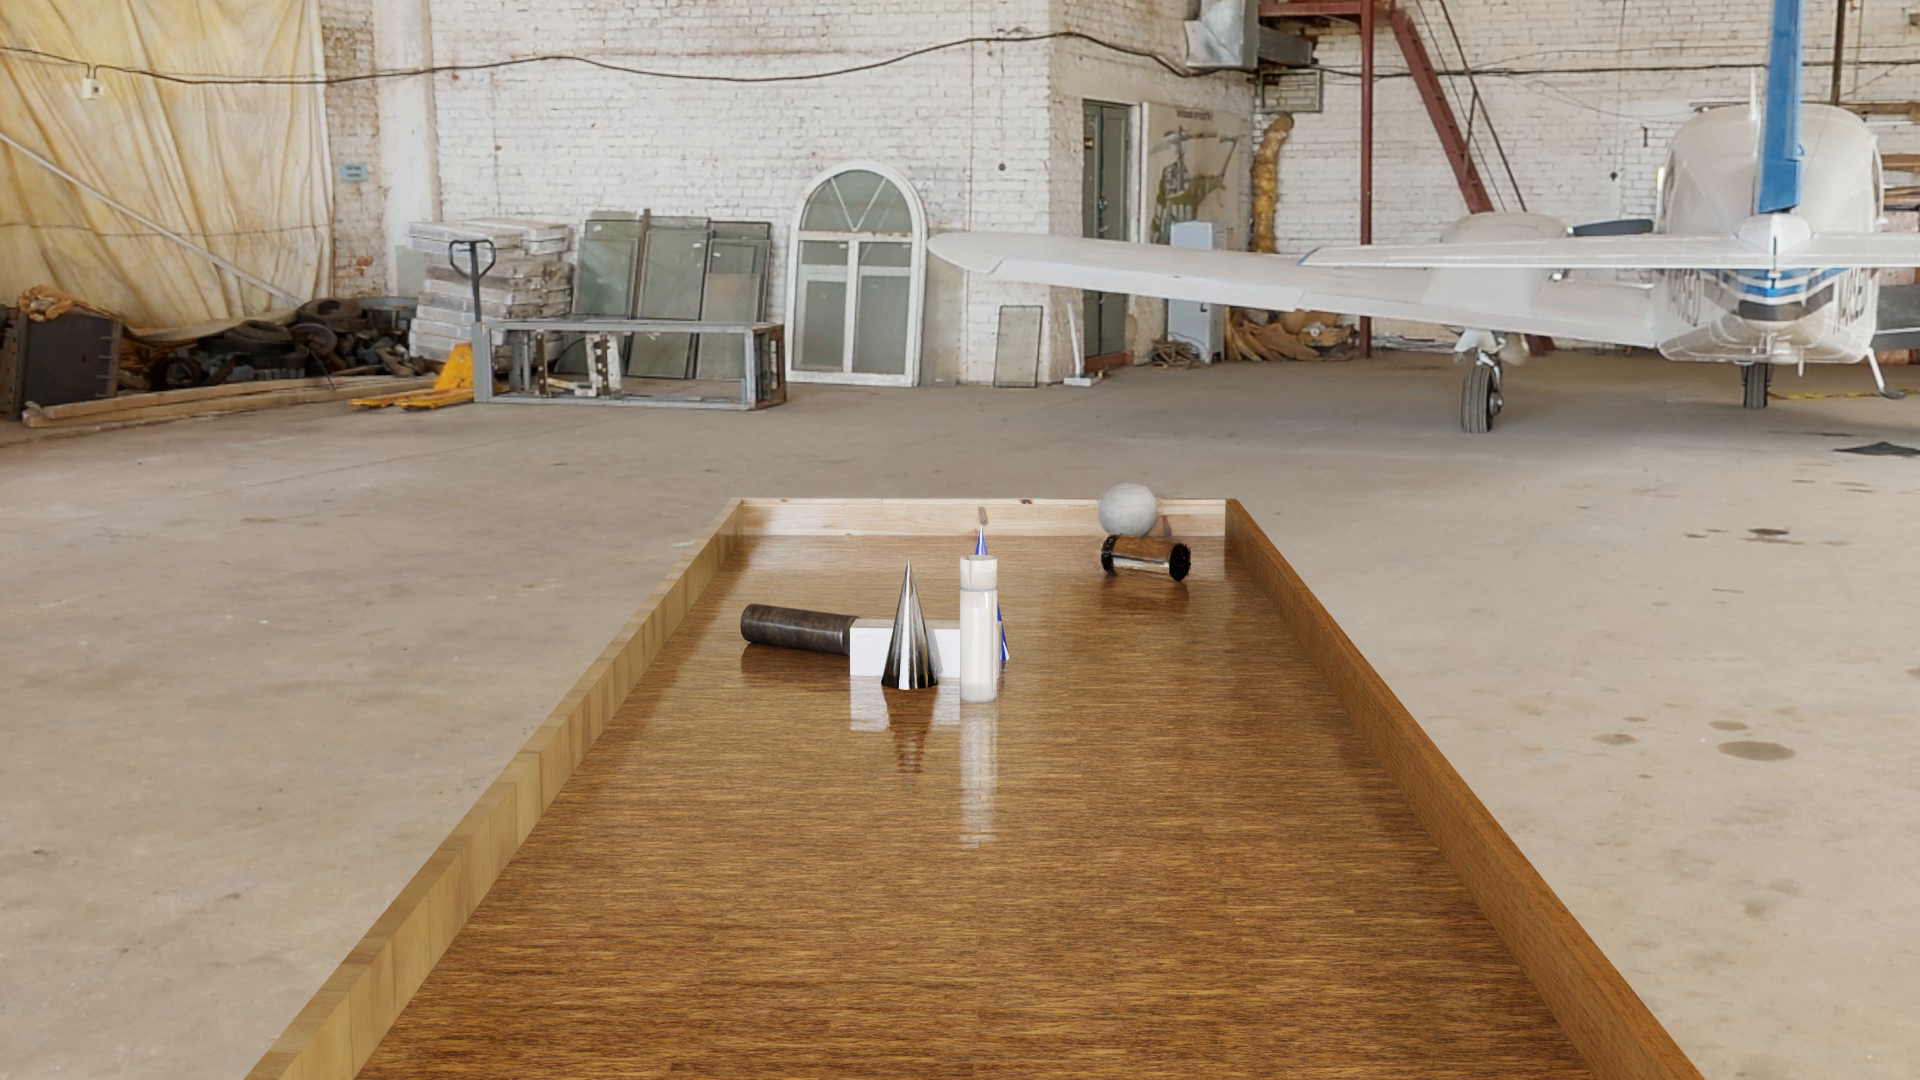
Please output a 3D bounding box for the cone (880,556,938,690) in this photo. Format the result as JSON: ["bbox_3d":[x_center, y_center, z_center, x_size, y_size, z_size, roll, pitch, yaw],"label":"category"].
[{"bbox_3d":[-0.147,0.230,6.362,0.167,0.375,0.167,0,9,0],"label":"cone"}]

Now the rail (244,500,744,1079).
[{"bbox_3d":[-1.004,0.839,3.234,0.050,0.150,12.000,0,9,1],"label":"rail"}]

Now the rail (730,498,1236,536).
[{"bbox_3d":[0.099,-0.098,9.147,2.100,0.150,0.050,0,9,1],"label":"rail"}]

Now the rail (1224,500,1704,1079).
[{"bbox_3d":[1.046,0.843,3.208,0.050,0.150,12.000,0,9,1],"label":"rail"}]

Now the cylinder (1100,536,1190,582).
[{"bbox_3d":[0.687,0.066,8.148,0.306,0.140,0.140,7,12,39],"label":"cylinder"}]

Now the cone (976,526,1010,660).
[{"bbox_3d":[0.065,0.154,6.712,0.174,0.414,0.174,0,9,0],"label":"cone"}]

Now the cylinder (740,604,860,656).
[{"bbox_3d":[-0.491,0.278,6.857,0.395,0.124,0.124,6,11,33],"label":"cylinder"}]

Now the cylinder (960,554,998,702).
[{"bbox_3d":[0.052,0.247,6.171,0.105,0.400,0.105,0,9,0],"label":"cylinder"}]

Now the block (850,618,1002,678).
[{"bbox_3d":[-0.099,0.321,6.533,0.439,0.142,0.142,1,9,4],"label":"block"}]

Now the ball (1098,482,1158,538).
[{"bbox_3d":[0.688,-0.118,8.977,0.244,0.244,0.244,0,9,0],"label":"ball"}]
